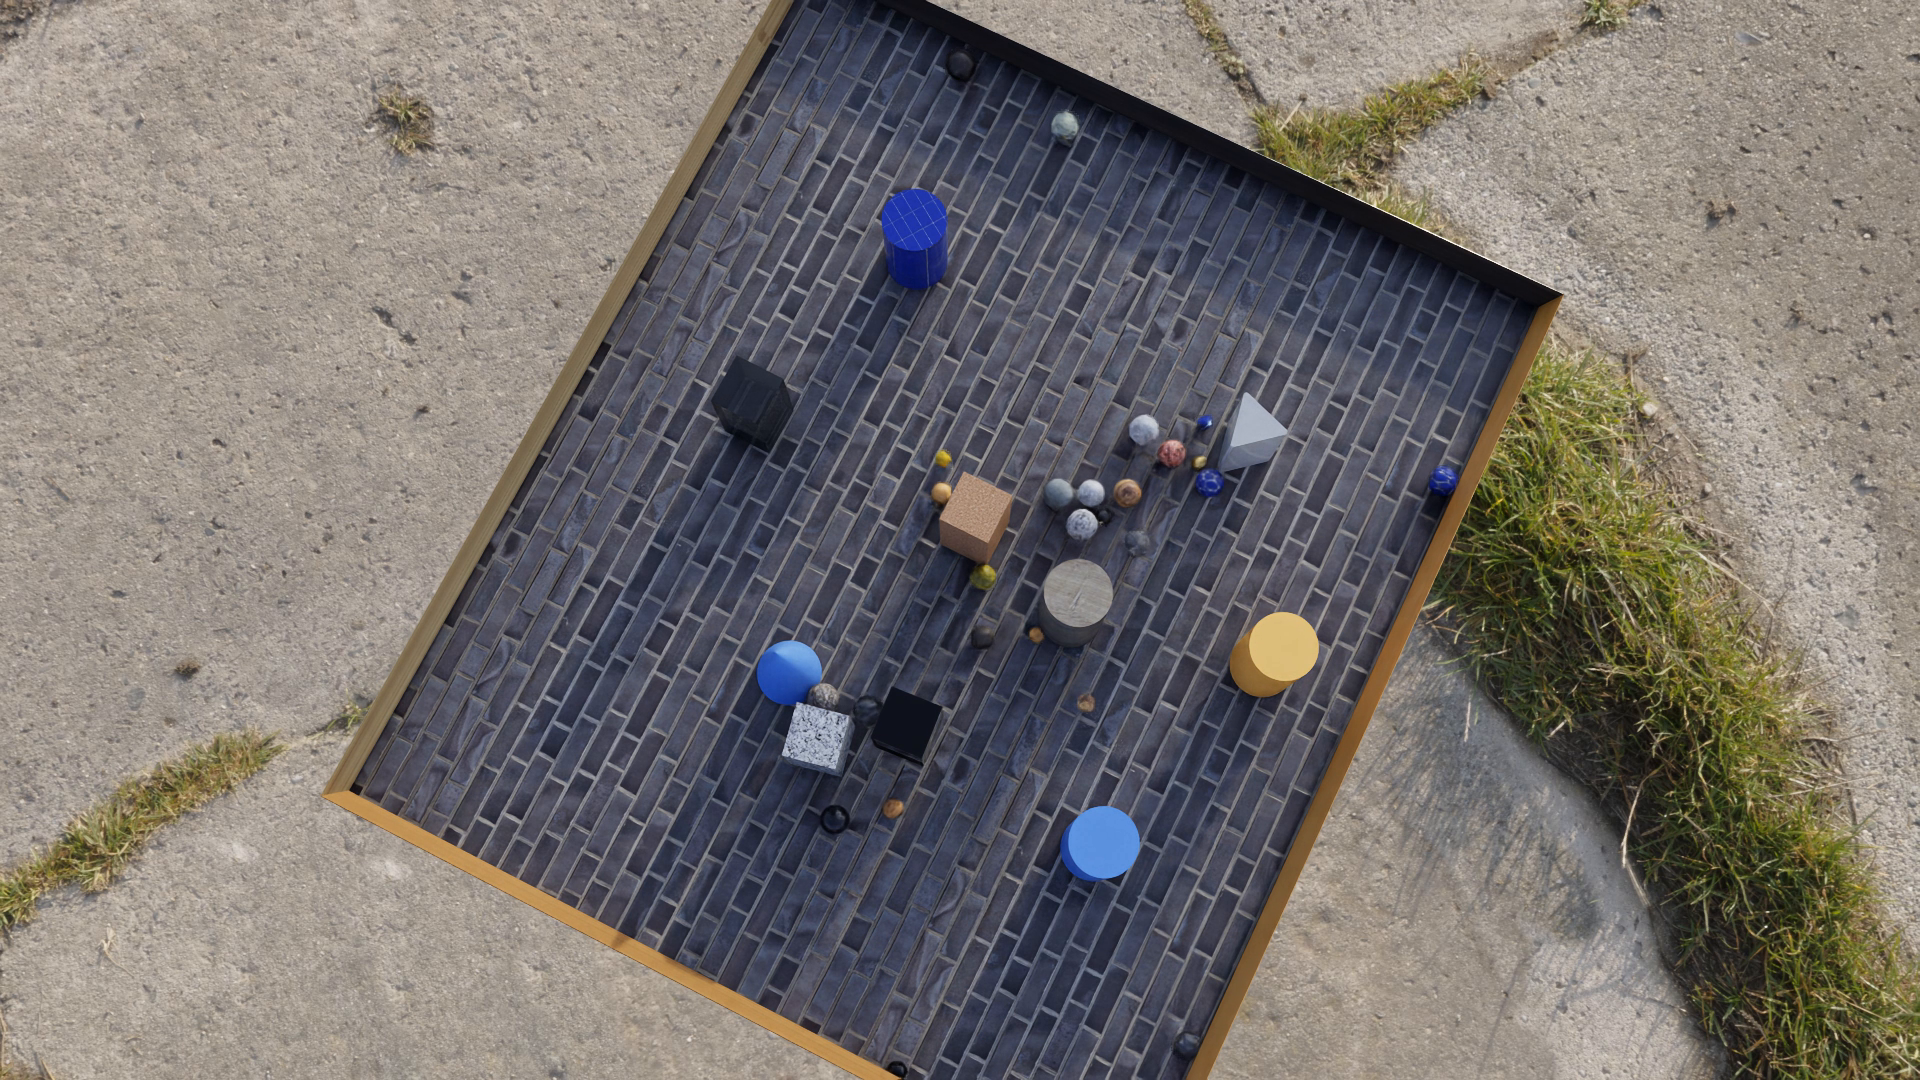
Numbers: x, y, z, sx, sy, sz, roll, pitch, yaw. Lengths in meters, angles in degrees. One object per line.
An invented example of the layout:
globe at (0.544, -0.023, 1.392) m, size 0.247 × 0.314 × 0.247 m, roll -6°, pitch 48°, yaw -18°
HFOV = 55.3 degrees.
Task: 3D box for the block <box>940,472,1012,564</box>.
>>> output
block at (0.046, -0.058, 5.442) m, size 0.157 × 0.365 × 0.157 m, roll 26°, pitch 80°, yaw 5°

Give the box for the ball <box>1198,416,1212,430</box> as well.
ball at (0.756, -0.362, 5.670) m, size 0.042 × 0.042 × 0.042 m, roll 0°, pitch 78°, yaw 0°

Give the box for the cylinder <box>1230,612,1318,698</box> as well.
cylinder at (0.912, 0.339, 5.349) m, size 0.196 × 0.386 × 0.196 m, roll 0°, pitch 78°, yaw 0°

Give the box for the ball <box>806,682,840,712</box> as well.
ball at (-0.409, 0.475, 5.468) m, size 0.098 × 0.098 × 0.098 m, roll 0°, pitch 78°, yaw 0°

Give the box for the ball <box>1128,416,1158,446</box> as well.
ball at (0.566, -0.337, 5.640) m, size 0.091 × 0.091 × 0.091 m, roll 0°, pitch 78°, yaw 0°

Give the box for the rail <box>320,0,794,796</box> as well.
rail at (-1.162, -0.562, 5.667) m, size 0.045 × 0.127 × 3.038 m, roll 26°, pitch 80°, yaw 5°

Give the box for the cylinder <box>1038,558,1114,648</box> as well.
cylinder at (0.335, 0.190, 5.375) m, size 0.196 × 0.397 × 0.196 m, roll 0°, pitch 78°, yaw 0°

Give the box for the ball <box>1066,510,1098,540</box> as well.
ball at (0.370, -0.046, 5.578) m, size 0.095 × 0.095 × 0.095 m, roll 0°, pitch 78°, yaw 0°

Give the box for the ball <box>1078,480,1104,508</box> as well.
ball at (0.400, -0.142, 5.604) m, size 0.082 × 0.082 × 0.082 m, roll 0°, pitch 78°, yaw 0°

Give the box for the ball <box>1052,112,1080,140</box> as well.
ball at (0.335, -1.319, 5.844) m, size 0.089 × 0.089 × 0.089 m, roll 0°, pitch 78°, yaw 0°

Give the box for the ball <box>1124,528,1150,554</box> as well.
ball at (0.537, 0.006, 5.575) m, size 0.079 × 0.079 × 0.079 m, roll 0°, pitch 78°, yaw 0°

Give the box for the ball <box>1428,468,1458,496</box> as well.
ball at (1.479, -0.178, 5.609) m, size 0.087 × 0.087 × 0.087 m, roll 0°, pitch 78°, yaw 0°

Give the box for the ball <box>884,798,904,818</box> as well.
ball at (-0.197, 0.793, 5.421) m, size 0.061 × 0.061 × 0.061 m, roll 0°, pitch 78°, yaw 0°

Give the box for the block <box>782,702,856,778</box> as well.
block at (-0.409, 0.585, 5.347) m, size 0.157 × 0.290 × 0.157 m, roll 14°, pitch 79°, yaw 3°

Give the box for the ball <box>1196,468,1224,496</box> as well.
ball at (0.764, -0.176, 5.608) m, size 0.088 × 0.088 × 0.088 m, roll 0°, pitch 78°, yaw 0°

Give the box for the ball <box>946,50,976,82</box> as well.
ball at (0.004, -1.523, 5.882) m, size 0.097 × 0.097 × 0.097 m, roll 0°, pitch 78°, yaw 0°

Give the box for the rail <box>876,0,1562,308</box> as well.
rail at (0.669, -1.303, 5.820) m, size 2.645 × 0.127 × 0.045 m, roll 26°, pitch 80°, yaw 5°

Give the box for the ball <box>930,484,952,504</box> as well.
ball at (-0.056, -0.141, 5.612) m, size 0.066 × 0.066 × 0.066 m, roll 0°, pitch 78°, yaw 0°

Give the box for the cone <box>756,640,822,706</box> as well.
cone at (-0.515, 0.356, 5.319) m, size 0.196 × 0.438 × 0.196 m, roll 0°, pitch 78°, yaw 0°

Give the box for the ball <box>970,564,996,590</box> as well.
ball at (0.069, 0.112, 5.553) m, size 0.079 × 0.079 × 0.079 m, roll 0°, pitch 78°, yaw 0°

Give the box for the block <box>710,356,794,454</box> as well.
block at (-0.623, -0.405, 5.527) m, size 0.157 × 0.339 × 0.157 m, roll 27°, pitch 80°, yaw 5°

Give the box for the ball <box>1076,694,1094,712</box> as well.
ball at (0.376, 0.489, 5.488) m, size 0.054 × 0.054 × 0.054 m, roll 0°, pitch 78°, yaw 0°

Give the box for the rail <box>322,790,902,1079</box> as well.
rail at (-0.669, 1.317, 5.278) m, size 2.645 × 0.127 × 0.045 m, roll 26°, pitch 80°, yaw 5°

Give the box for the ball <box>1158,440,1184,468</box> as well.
ball at (0.649, -0.265, 5.629) m, size 0.083 × 0.083 × 0.083 m, roll 0°, pitch 78°, yaw 0°

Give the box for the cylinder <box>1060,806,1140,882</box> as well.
cylinder at (0.395, 0.870, 5.226) m, size 0.196 × 0.411 × 0.196 m, roll 0°, pitch 78°, yaw 0°

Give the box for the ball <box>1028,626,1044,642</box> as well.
ball at (0.231, 0.286, 5.533) m, size 0.048 × 0.048 × 0.048 m, roll 0°, pitch 78°, yaw 0°

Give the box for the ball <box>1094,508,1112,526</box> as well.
ball at (0.438, -0.072, 5.604) m, size 0.054 × 0.054 × 0.054 m, roll 0°, pitch 78°, yaw 0°

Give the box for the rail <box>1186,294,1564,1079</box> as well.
rail at (1.162, 0.576, 5.431) m, size 0.045 × 0.127 × 3.038 m, roll 26°, pitch 80°, yaw 5°

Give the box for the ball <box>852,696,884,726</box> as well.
ball at (-0.272, 0.510, 5.463) m, size 0.094 × 0.094 × 0.094 m, roll 0°, pitch 78°, yaw 0°

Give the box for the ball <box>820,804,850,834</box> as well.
ball at (-0.369, 0.824, 5.401) m, size 0.088 × 0.088 × 0.088 m, roll 0°, pitch 78°, yaw 0°

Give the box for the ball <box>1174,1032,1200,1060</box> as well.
ball at (0.654, 1.454, 5.276) m, size 0.078 × 0.078 × 0.078 m, roll 0°, pitch 78°, yaw 0°

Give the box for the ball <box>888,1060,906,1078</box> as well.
ball at (-0.181, 1.526, 5.272) m, size 0.056 × 0.056 × 0.056 m, roll 0°, pitch 78°, yaw 0°

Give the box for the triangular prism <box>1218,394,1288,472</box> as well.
triangular prism at (0.857, -0.331, 5.522) m, size 0.170 × 0.320 × 0.147 m, roll -14°, pitch 79°, yaw -3°

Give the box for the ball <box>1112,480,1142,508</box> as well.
ball at (0.510, -0.142, 5.601) m, size 0.087 × 0.087 × 0.087 m, roll 0°, pitch 78°, yaw 0°

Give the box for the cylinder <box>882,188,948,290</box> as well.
cylinder at (-0.136, -0.920, 5.632) m, size 0.196 × 0.343 × 0.196 m, roll 0°, pitch 78°, yaw 0°

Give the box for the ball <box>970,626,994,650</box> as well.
ball at (0.066, 0.296, 5.519) m, size 0.071 × 0.071 × 0.071 m, roll 0°, pitch 78°, yaw 0°

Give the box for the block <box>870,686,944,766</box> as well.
block at (-0.152, 0.547, 5.350) m, size 0.157 × 0.300 × 0.157 m, roll 22°, pitch 79°, yaw 4°

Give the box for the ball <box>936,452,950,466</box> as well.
ball at (-0.052, -0.249, 5.644) m, size 0.047 × 0.047 × 0.047 m, roll 0°, pitch 78°, yaw 0°

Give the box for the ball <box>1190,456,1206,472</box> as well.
ball at (0.733, -0.235, 5.642) m, size 0.046 × 0.046 × 0.046 m, roll 0°, pitch 78°, yaw 0°

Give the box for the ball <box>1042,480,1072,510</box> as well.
ball at (0.299, -0.139, 5.598) m, size 0.092 × 0.092 × 0.092 m, roll 0°, pitch 78°, yaw 0°
